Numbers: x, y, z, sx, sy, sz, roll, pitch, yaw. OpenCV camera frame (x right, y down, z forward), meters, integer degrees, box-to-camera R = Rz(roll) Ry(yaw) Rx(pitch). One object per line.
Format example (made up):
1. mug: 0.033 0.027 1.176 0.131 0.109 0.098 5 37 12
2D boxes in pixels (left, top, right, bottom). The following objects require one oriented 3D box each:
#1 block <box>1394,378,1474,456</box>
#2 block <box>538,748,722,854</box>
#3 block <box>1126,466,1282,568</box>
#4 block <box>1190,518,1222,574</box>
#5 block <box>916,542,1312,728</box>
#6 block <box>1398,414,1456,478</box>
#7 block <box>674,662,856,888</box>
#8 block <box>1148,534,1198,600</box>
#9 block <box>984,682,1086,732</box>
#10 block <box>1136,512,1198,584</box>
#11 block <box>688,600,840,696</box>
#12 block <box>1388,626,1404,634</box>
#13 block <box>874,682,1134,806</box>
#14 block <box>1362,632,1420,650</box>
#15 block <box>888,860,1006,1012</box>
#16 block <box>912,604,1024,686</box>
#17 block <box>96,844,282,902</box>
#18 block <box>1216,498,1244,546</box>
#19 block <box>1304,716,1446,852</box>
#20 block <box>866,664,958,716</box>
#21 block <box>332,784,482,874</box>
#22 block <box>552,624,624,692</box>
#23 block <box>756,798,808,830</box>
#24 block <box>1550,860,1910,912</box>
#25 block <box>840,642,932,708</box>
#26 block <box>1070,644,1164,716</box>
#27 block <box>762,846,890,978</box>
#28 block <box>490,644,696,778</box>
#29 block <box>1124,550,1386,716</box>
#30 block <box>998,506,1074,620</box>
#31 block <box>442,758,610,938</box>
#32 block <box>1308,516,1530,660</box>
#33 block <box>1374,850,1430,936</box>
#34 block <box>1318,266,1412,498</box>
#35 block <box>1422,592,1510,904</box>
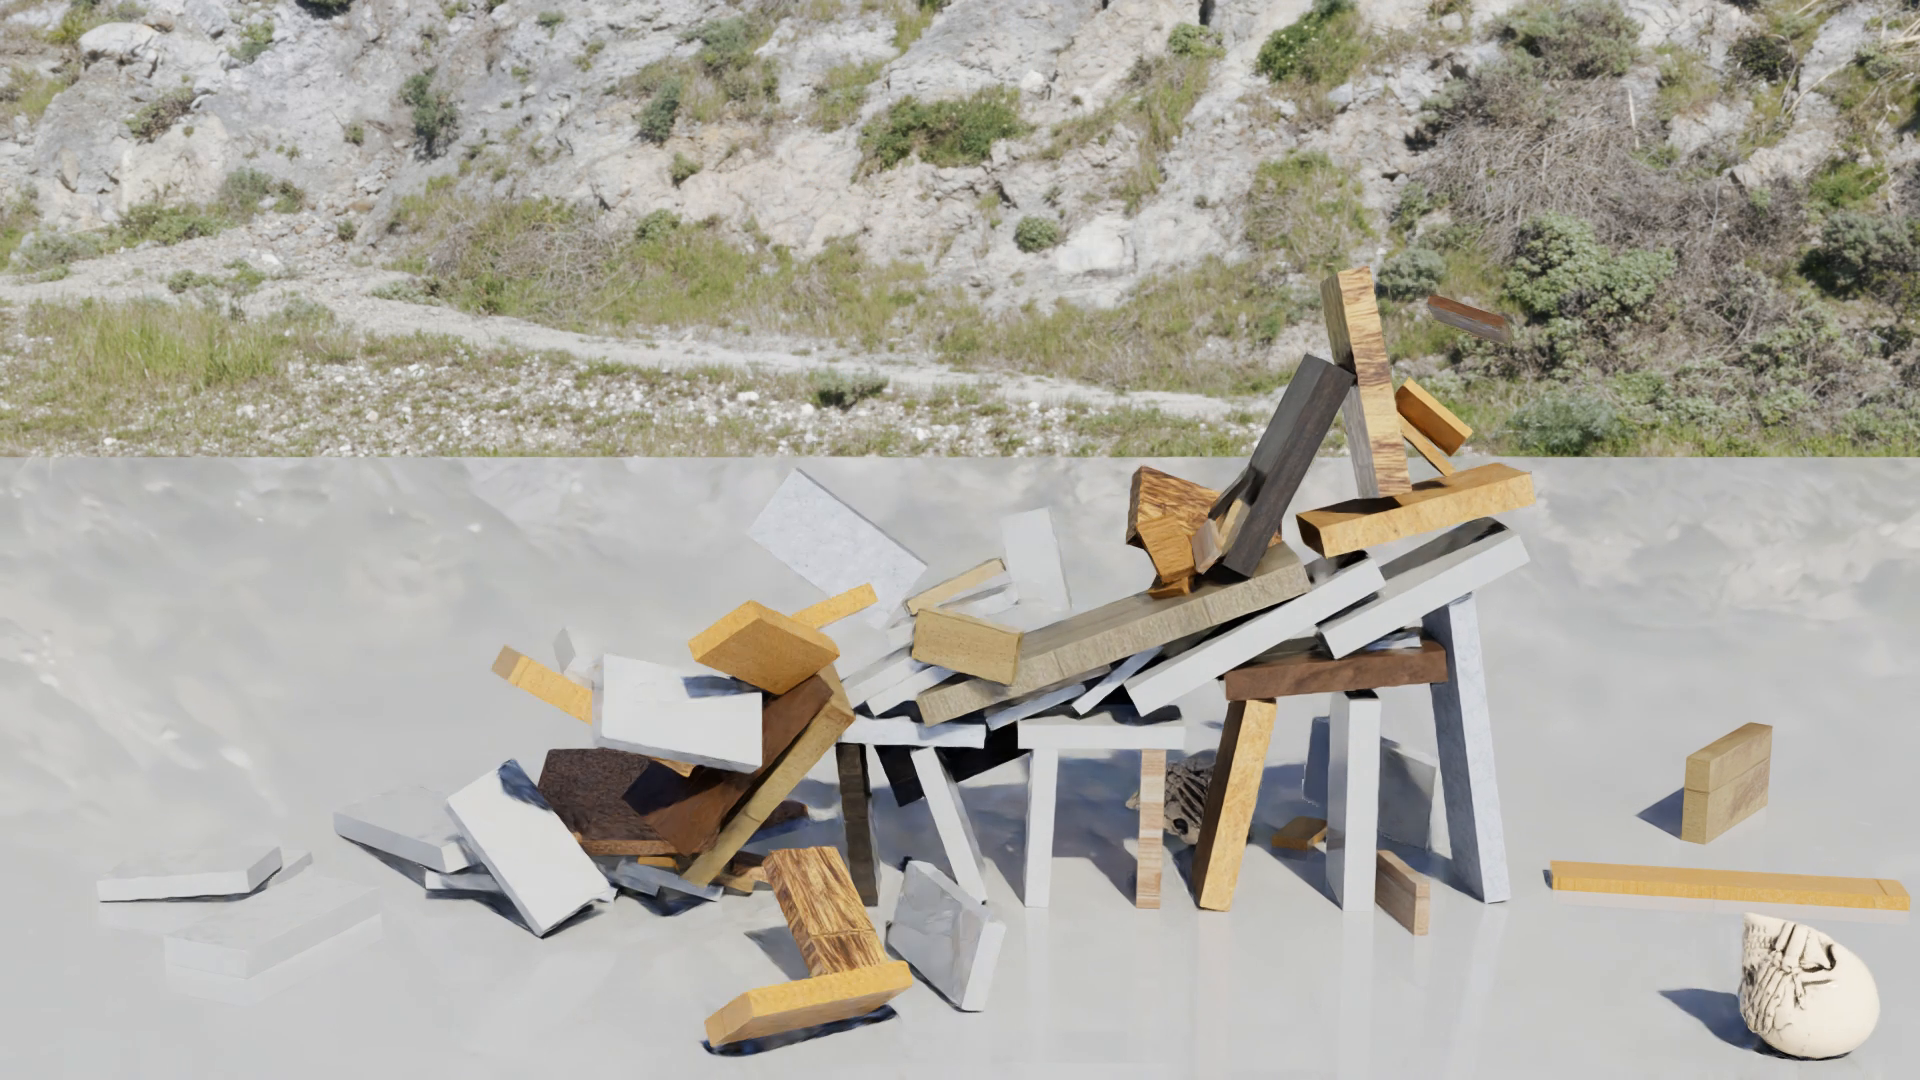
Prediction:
1. block: 0.750 -0.196 3.513 0.019 0.132 0.066 -45 -9 -26
2. block: -0.540 0.423 3.583 0.343 0.171 0.049 -5 -35 25
3. block: 0.415 -0.019 3.718 0.272 0.136 0.039 18 -33 -16
4. block: 0.395 0.009 3.528 0.014 0.049 0.098 30 26 -17
5. block: 0.243 0.151 3.586 0.651 0.051 0.179 -20 10 3
6. block: 0.737 -0.158 3.537 0.132 0.019 0.066 43 8 -10
7. block: -0.331 0.367 3.565 0.049 0.390 0.171 32 17 -33
8. block: 0.361 0.042 3.589 0.067 0.019 0.133 -12 36 40
9. block: 0.122 0.261 3.613 0.168 0.024 0.084 -22 9 3
10. block: 0.338 0.012 3.578 0.067 0.019 0.133 -17 43 -5
11. block: -0.294 0.165 3.332 0.120 0.034 0.239 -34 -29 15
12. block: 0.687 0.150 3.655 0.093 0.013 0.046 -2 12 18
13. block: 0.194 0.272 3.897 0.734 0.136 0.039 -24 -6 14
14. block: 0.698 0.164 3.567 0.093 0.013 0.046 -5 10 8
15. block: -0.023 0.586 3.277 0.038 0.133 0.266 11 7 -28
16. block: 0.011 0.165 3.481 0.172 0.086 0.024 14 19 20
17. block: -1.285 0.555 3.673 0.262 0.037 0.131 -5 11 8
18. block: 0.425 -0.019 3.557 0.014 0.098 0.049 26 -10 -6
19. block: 0.756 0.438 3.995 0.044 0.154 0.309 -4 15 -36
20. block: -0.054 0.214 3.582 0.206 0.029 0.103 -28 9 5
21. block: -0.919 0.494 3.802 0.157 0.045 0.529 -17 10 -33
22. block: -0.502 0.231 3.405 0.265 0.038 0.133 32 7 -24
23. block: -0.360 0.507 4.059 0.149 0.021 0.074 -10 14 -43
24. block: 1.279 0.577 3.675 0.564 0.024 0.085 2 11 10
25. block: -0.121 0.217 3.593 0.206 0.029 0.103 -29 9 5
26. block: 0.254 0.216 3.603 0.174 0.024 0.084 -40 8 2
27. block: -0.194 0.565 3.263 0.120 0.034 0.239 2 47 -40
28. block: -0.558 0.261 3.368 0.315 0.045 0.157 31 -8 -20
29. block: 0.469 0.142 3.579 0.442 0.049 0.173 -29 9 3
30. block: 0.124 0.039 3.609 0.086 0.172 0.024 -12 0 18
31. block: -0.692 0.489 3.508 0.131 0.262 0.037 -33 -11 -32
32. block: 0.734 0.073 3.572 0.346 0.049 0.173 -27 12 2
33. block: 0.713 0.569 3.553 0.024 0.085 0.169 -2 11 -11
34. block: 0.647 -0.248 3.519 0.051 0.358 0.179 -11 1 0
35. block: 0.834 0.328 3.643 0.044 0.524 0.154 -10 12 -5
